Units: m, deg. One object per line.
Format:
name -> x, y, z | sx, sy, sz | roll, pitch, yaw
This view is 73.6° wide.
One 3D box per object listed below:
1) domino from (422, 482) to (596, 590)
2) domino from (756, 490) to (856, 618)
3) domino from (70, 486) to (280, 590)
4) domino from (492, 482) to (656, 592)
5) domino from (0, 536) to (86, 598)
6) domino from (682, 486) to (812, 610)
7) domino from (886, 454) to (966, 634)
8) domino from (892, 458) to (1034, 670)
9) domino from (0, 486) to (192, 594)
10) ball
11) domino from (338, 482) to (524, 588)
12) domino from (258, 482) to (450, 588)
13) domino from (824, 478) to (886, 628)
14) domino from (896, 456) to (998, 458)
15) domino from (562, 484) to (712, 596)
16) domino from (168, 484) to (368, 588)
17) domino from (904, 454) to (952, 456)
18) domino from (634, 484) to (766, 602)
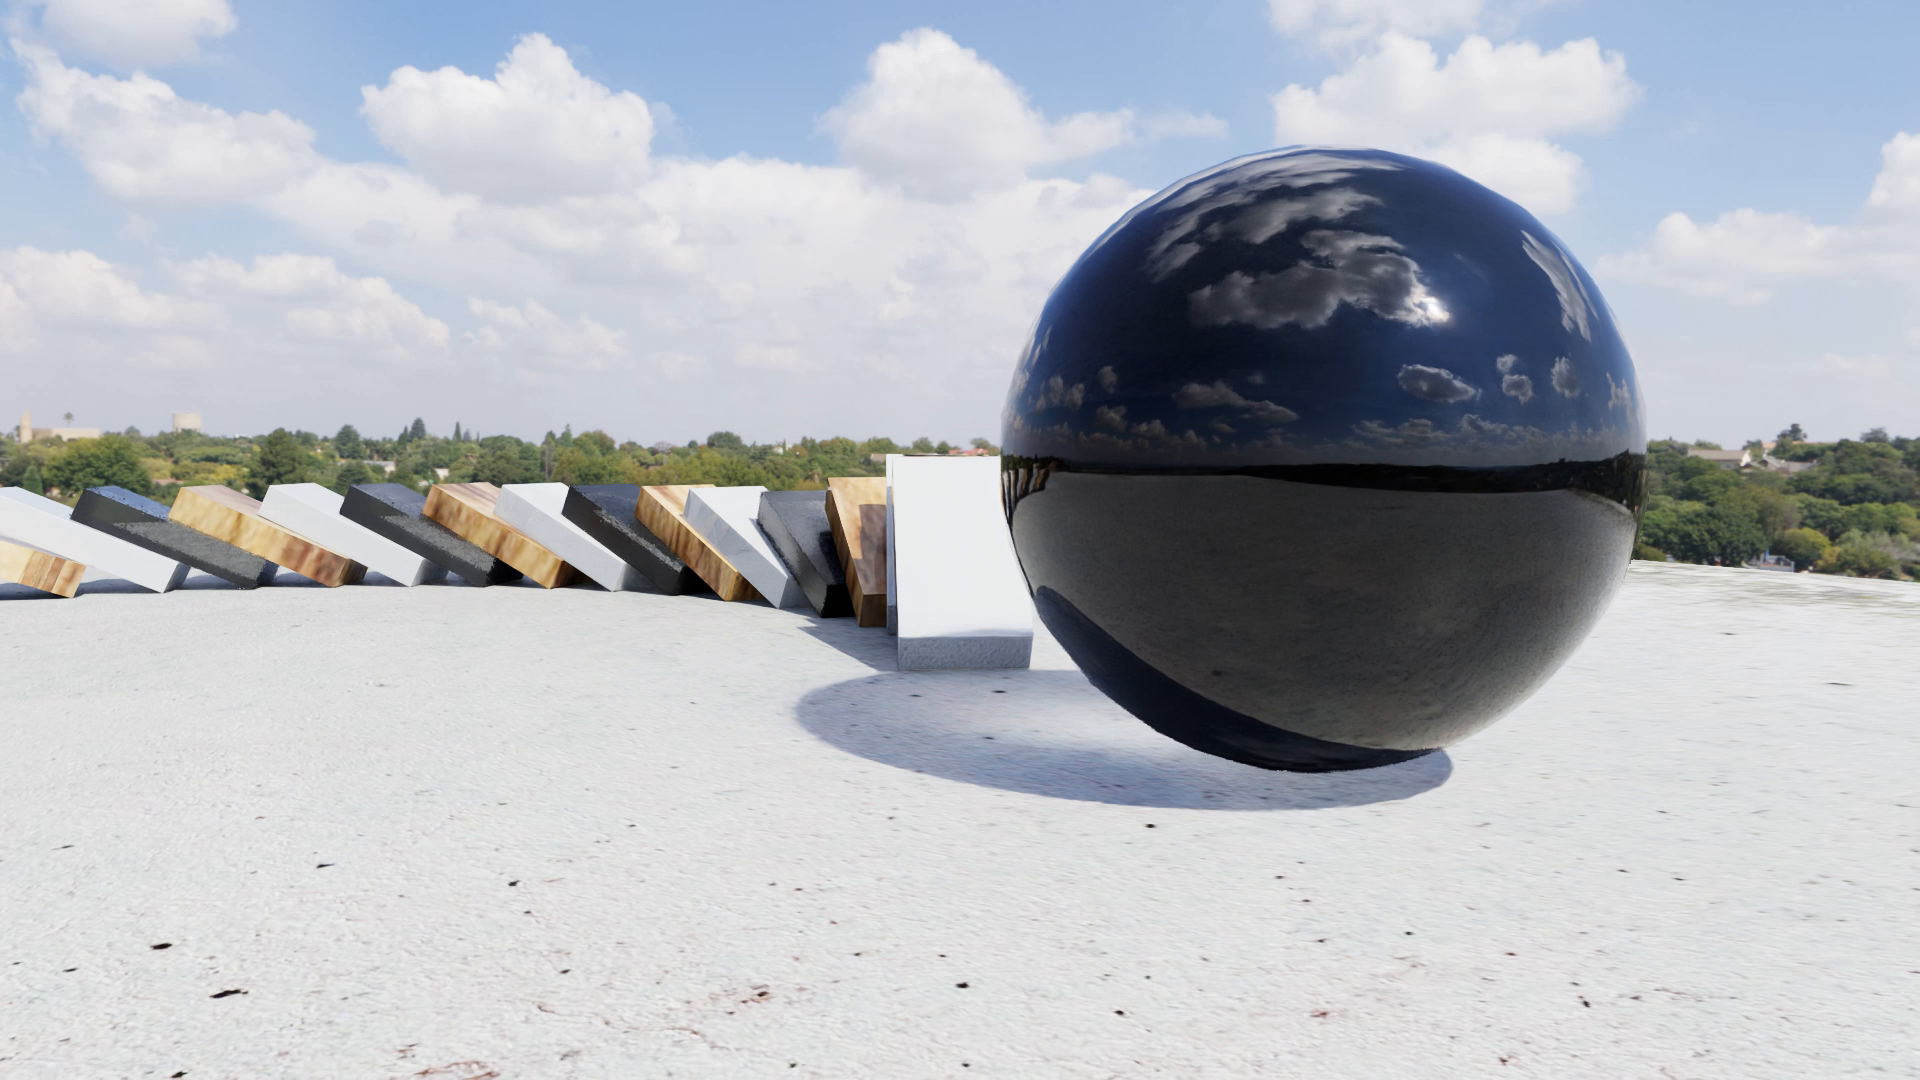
domino -> -0.136, -0.002, 0.393 | 0.050, 0.009, 0.025 | 28, 12, 15
domino -> -0.033, 0.003, 0.336 | 0.025, 0.009, 0.050 | -2, 30, -29
domino -> -0.230, -0.001, 0.379 | 0.050, 0.009, 0.025 | 25, -3, -16
domino -> -0.113, -0.002, 0.387 | 0.050, 0.009, 0.025 | 29, 15, 20
domino -> -0.269, 0.002, 0.350 | 0.050, 0.009, 0.025 | 25, -11, -35
domino -> -0.052, 0.001, 0.353 | 0.025, 0.010, 0.050 | -4, 32, -44
domino -> -0.005, 0.000, 0.301 | 0.025, 0.009, 0.050 | 0, 45, -4
domino -> -0.001, 0.003, 0.257 | 0.025, 0.009, 0.050 | 0, 45, -5
domino -> -0.251, 0.000, 0.369 | 0.050, 0.010, 0.025 | 26, -5, -20
ball -> 0.045, -0.010, 0.168 | 0.080, 0.080, 0.080 | 0, 4, 0
domino -> -0.160, -0.002, 0.394 | 0.050, 0.009, 0.025 | 26, 7, 5
domino -> -0.183, -0.002, 0.393 | 0.050, 0.009, 0.025 | 26, 4, -1
domino -> -0.017, 0.002, 0.319 | 0.025, 0.009, 0.050 | -1, 35, -16
domino -> -0.001, 0.002, 0.272 | 0.025, 0.009, 0.050 | 0, 45, -5
domino -> -0.091, -0.001, 0.379 | 0.050, 0.009, 0.025 | 32, 20, 27
domino -> -0.207, -0.001, 0.388 | 0.050, 0.009, 0.025 | 25, 1, -8
domino -> 0.000, 0.001, 0.287 | 0.025, 0.009, 0.050 | 1, 45, -4
domino -> -0.069, 0.000, 0.368 | 0.025, 0.009, 0.050 | -4, 32, -46
